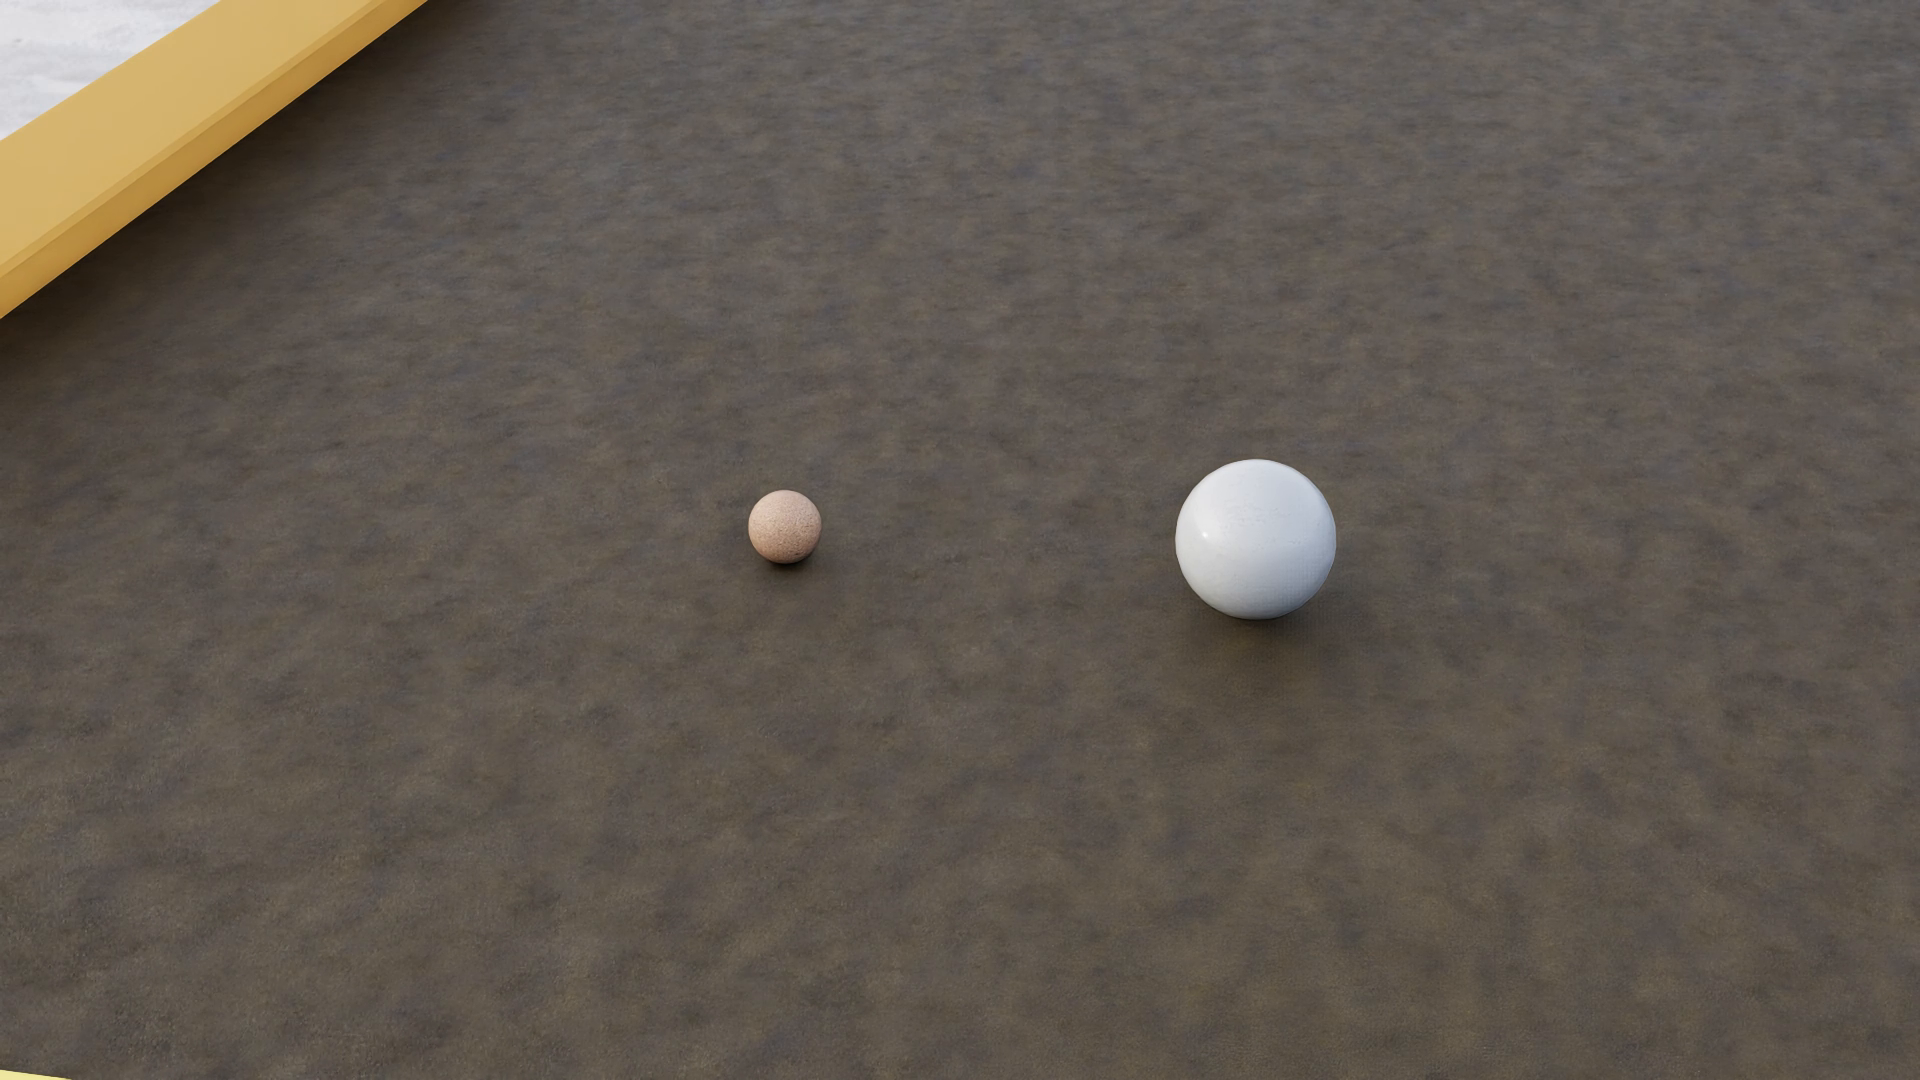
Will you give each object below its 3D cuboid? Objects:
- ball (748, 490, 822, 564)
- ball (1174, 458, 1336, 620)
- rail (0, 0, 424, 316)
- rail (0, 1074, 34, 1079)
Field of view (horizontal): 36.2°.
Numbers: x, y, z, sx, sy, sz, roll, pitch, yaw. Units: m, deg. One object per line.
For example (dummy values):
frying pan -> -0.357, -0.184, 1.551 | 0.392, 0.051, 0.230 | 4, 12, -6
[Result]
ball -> -0.112, -0.008, 1.880 | 0.047, 0.047, 0.047 | 0, 26, 0
ball -> 0.181, 0.000, 1.805 | 0.099, 0.099, 0.099 | 0, 26, 0
rail -> -0.627, -0.418, 2.617 | 0.045, 0.129, 2.965 | 5, 27, 11
rail -> -0.147, 0.285, 1.190 | 1.638, 0.129, 0.045 | 5, 27, 11
